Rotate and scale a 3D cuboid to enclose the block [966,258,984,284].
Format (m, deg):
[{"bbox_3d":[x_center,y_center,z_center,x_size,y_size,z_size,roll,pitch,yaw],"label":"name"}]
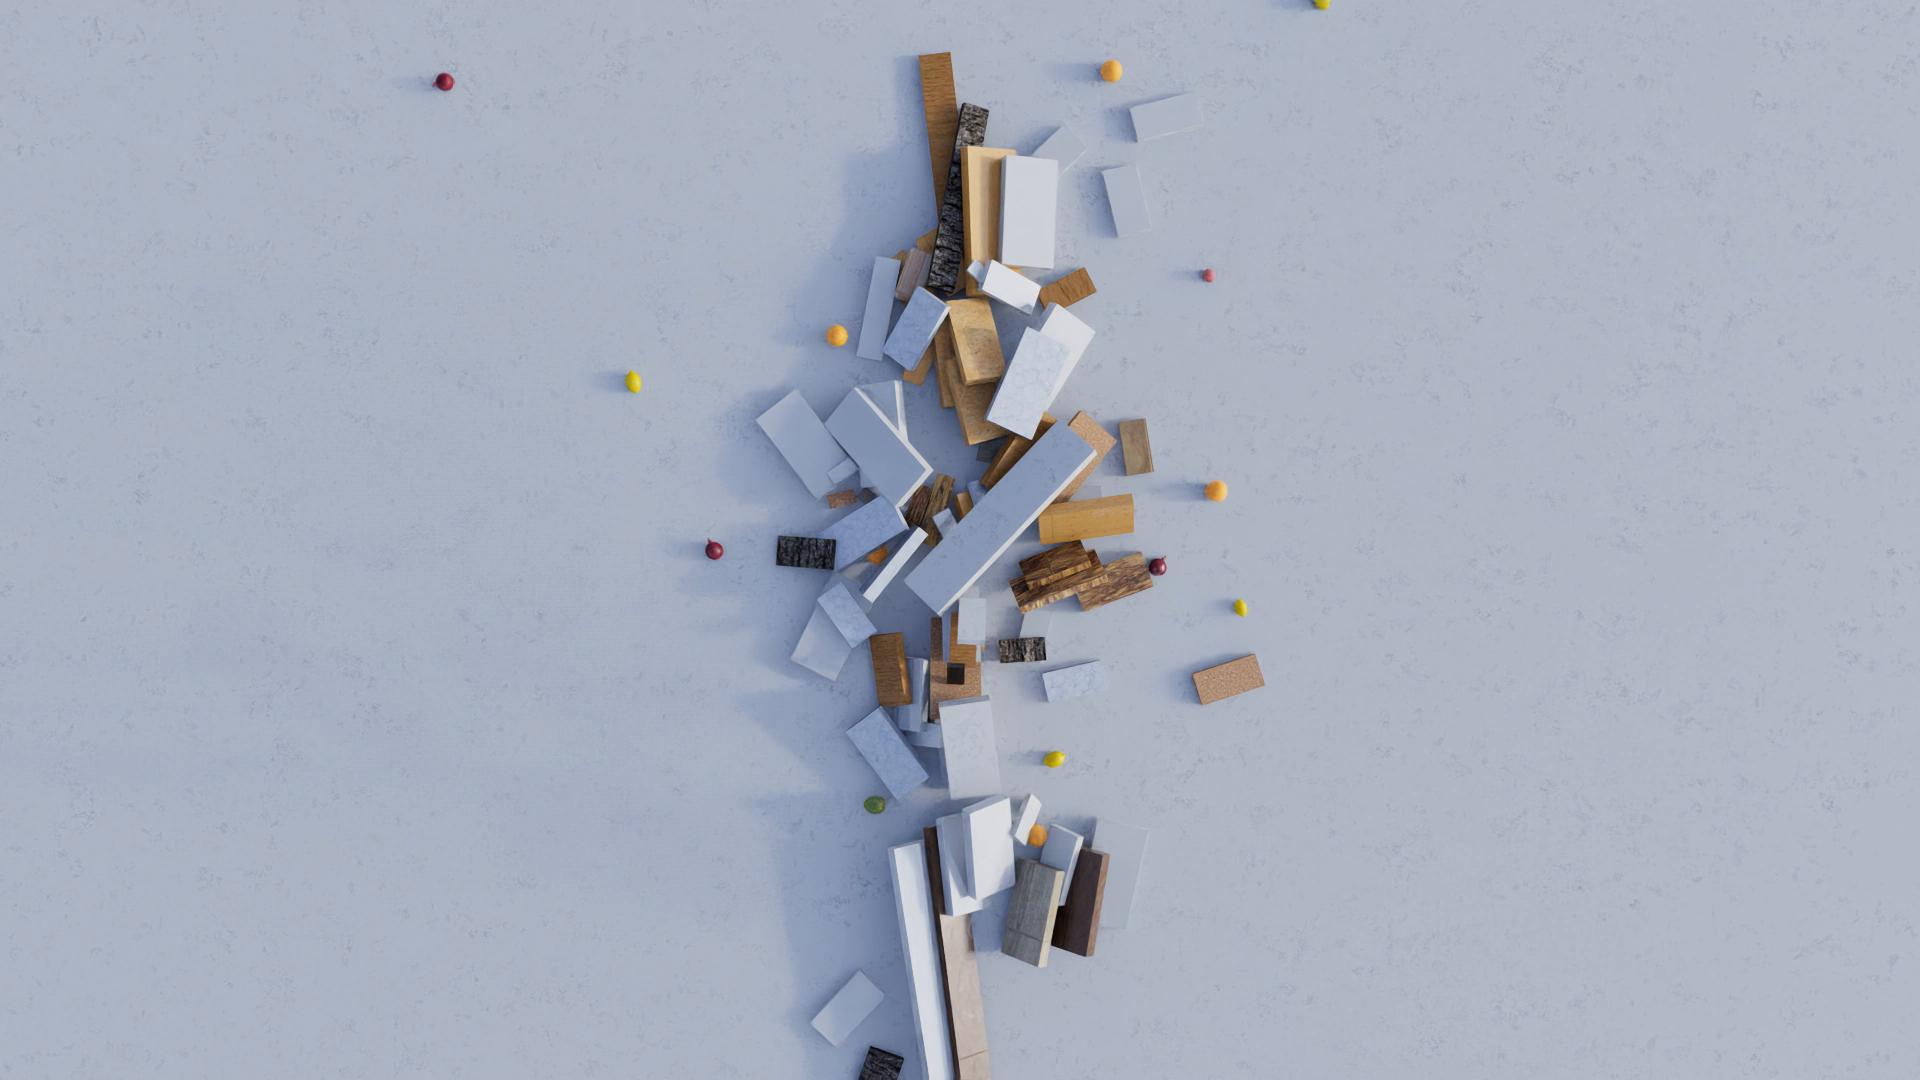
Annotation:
[{"bbox_3d":[0.069,-0.865,5.381,0.098,0.014,0.049,41,72,-20],"label":"block"}]

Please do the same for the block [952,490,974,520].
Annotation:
[{"bbox_3d":[0.057,-0.061,5.462,0.105,0.030,0.210,-17,90,-29],"label":"block"}]

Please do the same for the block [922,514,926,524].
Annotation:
[{"bbox_3d":[-0.089,-0.089,5.479,0.072,0.021,0.145,2,90,18],"label":"block"}]

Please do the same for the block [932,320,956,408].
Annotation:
[{"bbox_3d":[-0.009,-0.586,5.448,0.143,0.041,0.286,-9,92,-17],"label":"block"}]

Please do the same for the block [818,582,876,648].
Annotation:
[{"bbox_3d":[-0.372,0.247,5.440,0.100,0.028,0.200,-36,90,0],"label":"block"}]

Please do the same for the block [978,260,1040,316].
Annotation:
[{"bbox_3d":[0.162,-0.827,5.410,0.210,0.030,0.105,23,81,-32],"label":"block"}]

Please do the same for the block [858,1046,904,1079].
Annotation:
[{"bbox_3d":[-0.283,1.819,5.483,0.119,0.034,0.239,20,90,0],"label":"block"}]

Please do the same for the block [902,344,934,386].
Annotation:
[{"bbox_3d":[-0.132,-0.587,5.470,0.071,0.020,0.141,23,101,-11],"label":"block"}]

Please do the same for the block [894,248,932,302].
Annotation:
[{"bbox_3d":[-0.150,-0.868,5.430,0.085,0.024,0.170,20,95,-2],"label":"block"}]

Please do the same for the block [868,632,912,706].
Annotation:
[{"bbox_3d":[-0.230,0.429,5.449,0.119,0.034,0.238,-8,90,41],"label":"block"}]

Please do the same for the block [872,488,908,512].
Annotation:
[{"bbox_3d":[-0.231,-0.135,5.469,0.125,0.063,0.018,33,90,0],"label":"block"}]

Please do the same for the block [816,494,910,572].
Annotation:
[{"bbox_3d":[-0.319,-0.025,5.429,0.283,0.040,0.142,-31,76,14],"label":"block"}]

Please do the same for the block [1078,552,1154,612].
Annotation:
[{"bbox_3d":[0.506,0.139,5.483,0.247,0.035,0.123,-20,90,0],"label":"block"}]

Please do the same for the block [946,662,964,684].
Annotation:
[{"bbox_3d":[-0.014,0.433,5.340,0.057,0.114,0.016,2,57,1],"label":"block"}]

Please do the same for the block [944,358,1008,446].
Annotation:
[{"bbox_3d":[0.054,-0.467,5.421,0.143,0.041,0.286,-16,94,-19],"label":"block"}]

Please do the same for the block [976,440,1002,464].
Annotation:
[{"bbox_3d":[0.131,-0.284,5.490,0.145,0.021,0.072,12,90,0],"label":"block"}]

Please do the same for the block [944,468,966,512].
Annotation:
[{"bbox_3d":[-0.018,-0.164,5.490,0.072,0.021,0.145,-1,90,0],"label":"block"}]

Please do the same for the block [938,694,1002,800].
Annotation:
[{"bbox_3d":[0.032,0.676,5.361,0.166,0.047,0.331,-8,108,-3],"label":"block"}]

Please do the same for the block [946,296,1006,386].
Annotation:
[{"bbox_3d":[0.051,-0.652,5.393,0.143,0.041,0.286,-9,73,-17],"label":"block"}]

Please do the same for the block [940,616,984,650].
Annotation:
[{"bbox_3d":[-0.002,0.251,5.438,0.122,0.034,0.243,-11,70,-4],"label":"block"}]

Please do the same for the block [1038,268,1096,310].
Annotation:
[{"bbox_3d":[0.354,-0.826,5.487,0.181,0.026,0.090,-27,90,0],"label":"block"}]

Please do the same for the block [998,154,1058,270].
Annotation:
[{"bbox_3d":[0.222,-1.074,5.418,0.178,0.050,0.356,2,90,-17],"label":"block"}]

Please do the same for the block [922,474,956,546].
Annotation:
[{"bbox_3d":[-0.076,-0.099,5.448,0.063,0.018,0.237,18,95,30],"label":"block"}]

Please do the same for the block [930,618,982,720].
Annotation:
[{"bbox_3d":[-0.014,0.421,5.429,0.166,0.047,0.331,0,73,0],"label":"block"}]

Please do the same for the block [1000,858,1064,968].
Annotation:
[{"bbox_3d":[0.238,1.224,5.431,0.159,0.045,0.319,11,90,40],"label":"block"}]

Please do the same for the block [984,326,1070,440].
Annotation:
[{"bbox_3d":[0.219,-0.507,5.347,0.163,0.046,0.327,24,88,-13],"label":"block"}]

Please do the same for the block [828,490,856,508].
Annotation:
[{"bbox_3d":[-0.393,-0.137,5.493,0.093,0.013,0.046,-13,90,0],"label":"block"}]

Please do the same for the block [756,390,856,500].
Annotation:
[{"bbox_3d":[-0.508,-0.316,5.476,0.167,0.047,0.335,-37,90,0],"label":"block"}]

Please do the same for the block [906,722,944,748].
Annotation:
[{"bbox_3d":[-0.114,0.641,5.441,0.153,0.022,0.076,1,90,41],"label":"block"}]

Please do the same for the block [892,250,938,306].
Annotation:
[{"bbox_3d":[-0.169,-0.848,5.485,0.106,0.030,0.212,-36,90,0],"label":"block"}]

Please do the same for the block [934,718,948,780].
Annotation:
[{"bbox_3d":[0.003,0.617,5.453,0.166,0.047,0.331,-9,85,-3],"label":"block"}]

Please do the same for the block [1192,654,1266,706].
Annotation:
[{"bbox_3d":[0.892,0.464,5.485,0.219,0.031,0.109,-18,90,0],"label":"block"}]

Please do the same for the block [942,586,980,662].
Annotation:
[{"bbox_3d":[0.003,0.276,5.371,0.121,0.034,0.243,-2,83,-1],"label":"block"}]

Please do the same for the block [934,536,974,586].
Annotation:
[{"bbox_3d":[-0.022,0.109,5.447,0.121,0.034,0.243,-4,73,-1],"label":"block"}]

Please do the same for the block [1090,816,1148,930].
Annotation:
[{"bbox_3d":[0.502,1.106,5.476,0.168,0.048,0.337,12,90,0],"label":"block"}]

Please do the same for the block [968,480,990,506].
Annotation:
[{"bbox_3d":[0.101,-0.101,5.456,0.105,0.030,0.210,-17,90,-39],"label":"block"}]

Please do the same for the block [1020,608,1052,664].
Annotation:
[{"bbox_3d":[0.244,0.315,5.488,0.087,0.025,0.174,13,90,0],"label":"block"}]

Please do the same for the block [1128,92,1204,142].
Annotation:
[{"bbox_3d":[0.685,-1.406,5.484,0.222,0.031,0.111,-15,90,0],"label":"block"}]

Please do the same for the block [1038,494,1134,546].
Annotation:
[{"bbox_3d":[0.414,-0.068,5.424,0.311,0.156,0.044,-8,54,0],"label":"block"}]
